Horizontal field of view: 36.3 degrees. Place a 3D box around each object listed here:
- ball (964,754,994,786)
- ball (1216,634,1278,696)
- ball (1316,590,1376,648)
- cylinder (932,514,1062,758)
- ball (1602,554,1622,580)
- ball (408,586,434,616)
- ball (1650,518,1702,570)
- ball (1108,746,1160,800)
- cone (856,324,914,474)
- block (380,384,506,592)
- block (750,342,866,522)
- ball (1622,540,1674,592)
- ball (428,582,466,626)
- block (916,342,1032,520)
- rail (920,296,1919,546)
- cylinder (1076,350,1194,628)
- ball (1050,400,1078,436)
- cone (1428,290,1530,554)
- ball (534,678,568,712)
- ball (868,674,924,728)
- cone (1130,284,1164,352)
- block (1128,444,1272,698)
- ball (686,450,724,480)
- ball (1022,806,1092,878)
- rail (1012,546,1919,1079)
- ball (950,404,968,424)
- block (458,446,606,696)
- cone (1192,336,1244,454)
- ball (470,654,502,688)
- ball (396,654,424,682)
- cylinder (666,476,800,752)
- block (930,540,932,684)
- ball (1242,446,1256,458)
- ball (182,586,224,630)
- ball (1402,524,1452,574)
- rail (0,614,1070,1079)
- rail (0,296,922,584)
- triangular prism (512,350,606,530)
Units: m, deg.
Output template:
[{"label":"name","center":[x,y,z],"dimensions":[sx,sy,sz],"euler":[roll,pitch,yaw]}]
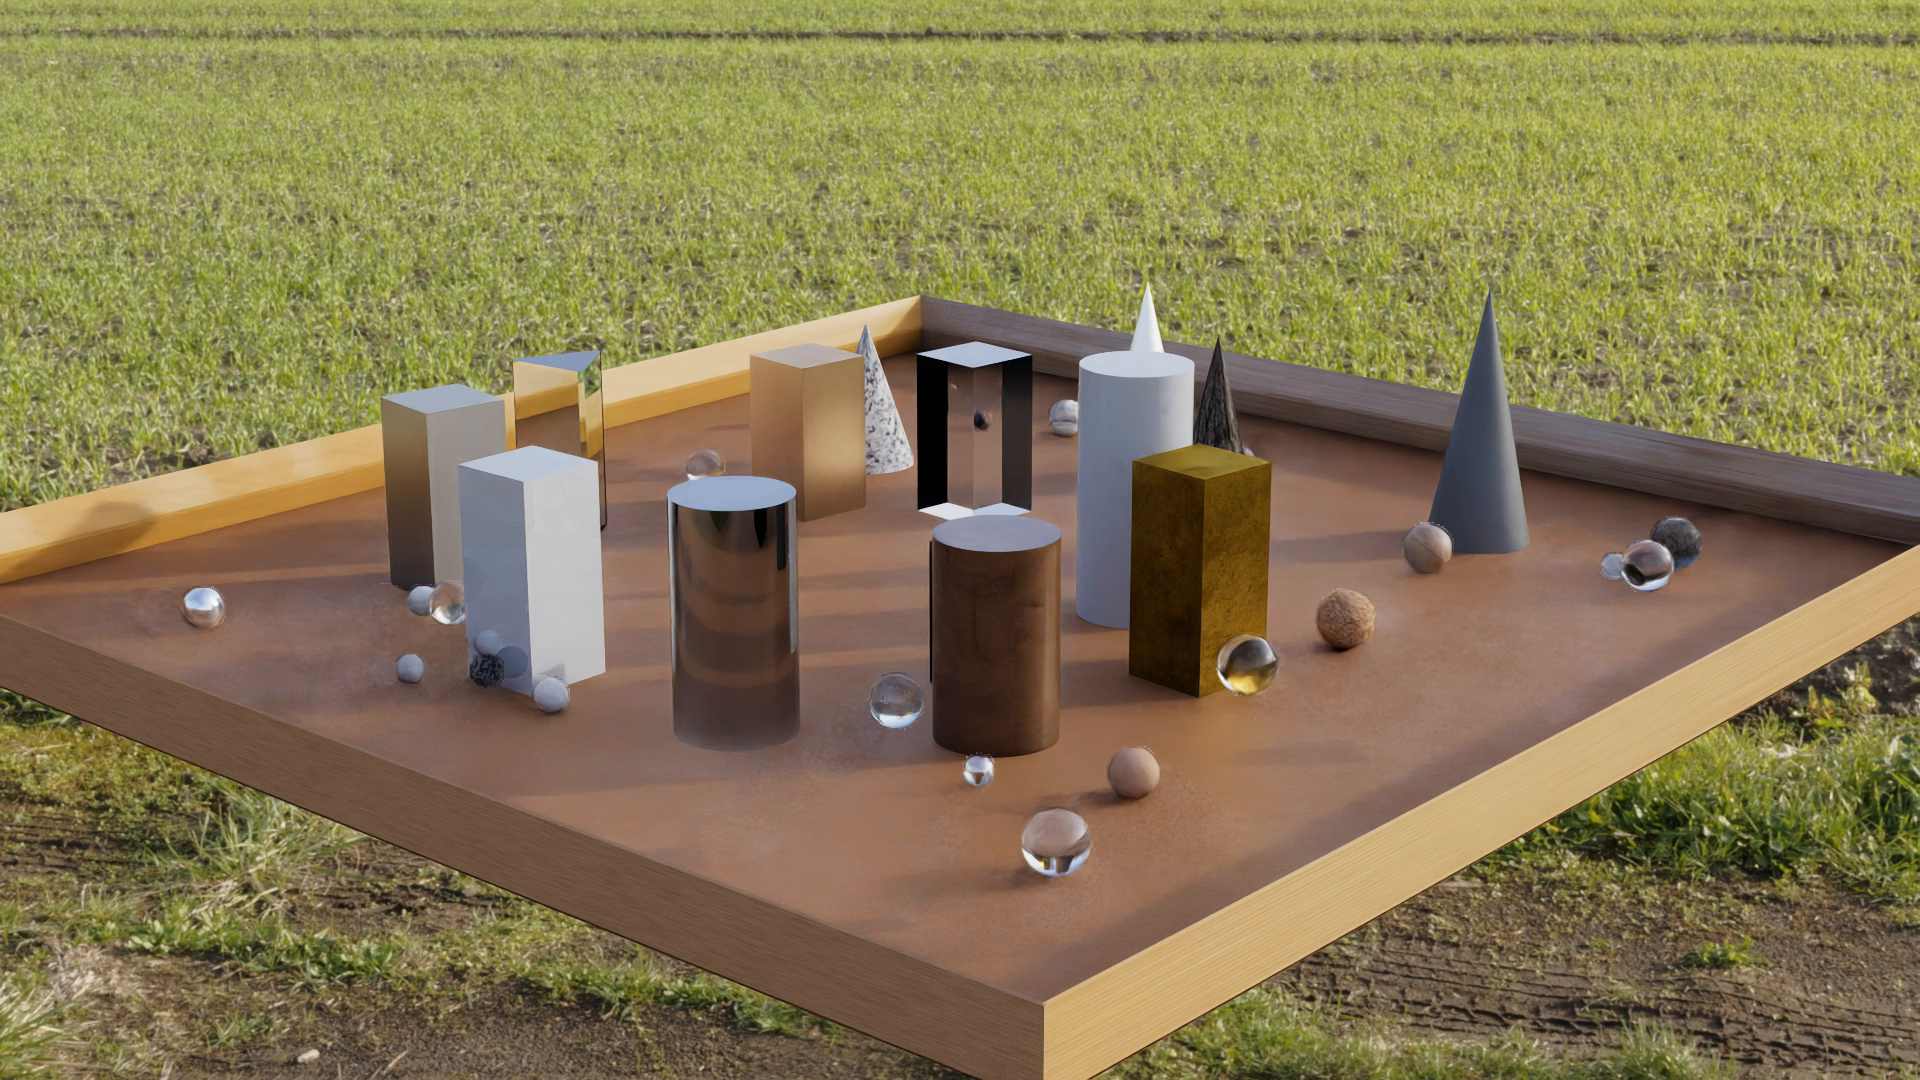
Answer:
[{"label":"ball","center":[0.028,0.335,4.257],"dimensions":[0.046,0.046,0.046],"euler":[0,17,0]},{"label":"ball","center":[0.451,0.196,4.606],"dimensions":[0.096,0.096,0.096],"euler":[0,17,0]},{"label":"ball","center":[0.638,0.131,4.845],"dimensions":[0.097,0.097,0.097],"euler":[0,17,0]},{"label":"cylinder","center":[0.055,0.143,4.418],"dimensions":[0.194,0.321,0.194],"euler":[0,17,0]},{"label":"ball","center":[1.164,0.047,5.211],"dimensions":[0.046,0.046,0.046],"euler":[0,17,0]},{"label":"ball","center":[-0.917,0.104,5.010],"dimensions":[0.053,0.053,0.053],"euler":[0,17,0]},{"label":"ball","center":[1.286,0.006,5.265],"dimensions":[0.093,0.093,0.093],"euler":[0,17,0]},{"label":"ball","center":[0.250,0.334,4.208],"dimensions":[0.075,0.075,0.075],"euler":[0,17,0]},{"label":"cone","center":[-0.189,-0.299,5.933],"dimensions":[0.194,0.292,0.194],"euler":[0,17,0]},{"label":"block","center":[-0.897,-0.083,5.131],"dimensions":[0.155,0.340,0.155],"euler":[-14,22,-38]},{"label":"block","center":[-0.291,-0.208,5.619],"dimensions":[0.155,0.299,0.155],"euler":[-15,23,-41]},{"label":"ball","center":[1.205,0.046,5.139],"dimensions":[0.090,0.090,0.090],"euler":[0,17,0]},{"label":"ball","center":[-0.861,0.107,4.962],"dimensions":[0.075,0.075,0.075],"euler":[0,17,0]},{"label":"block","center":[0.028,-0.204,5.588],"dimensions":[0.155,0.308,0.155],"euler":[-15,23,-41]},{"label":"rail","center":[0.885,-0.263,6.096],"dimensions":[2.634,0.126,0.045],"euler":[14,22,39]},{"label":"cylinder","center":[0.296,-0.086,4.977],"dimensions":[0.194,0.436,0.194],"euler":[0,17,0]},{"label":"ball","center":[0.225,-0.258,6.169],"dimensions":[0.076,0.076,0.076],"euler":[0,17,0]},{"label":"cone","center":[0.961,-0.231,5.382],"dimensions":[0.194,0.479,0.194],"euler":[0,17,0]},{"label":"ball","center":[-0.636,0.241,4.556],"dimensions":[0.052,0.052,0.052],"euler":[0,17,0]},{"label":"ball","center":[-0.098,0.247,4.485],"dimensions":[0.084,0.084,0.084],"euler":[0,17,0]},{"label":"cone","center":[0.367,-0.314,5.788],"dimensions":[0.194,0.402,0.194],"euler":[0,17,0]},{"label":"block","center":[0.382,0.047,4.673],"dimensions":[0.155,0.357,0.155],"euler":[-15,22,-40]},{"label":"ball","center":[-0.504,-0.142,5.787],"dimensions":[0.075,0.075,0.075],"euler":[0,17,0]},{"label":"ball","center":[0.129,0.405,3.939],"dimensions":[0.094,0.094,0.094],"euler":[0,17,0]},{"label":"rail","center":[0.977,0.276,4.309],"dimensions":[0.045,0.126,2.746],"euler":[14,22,39]},{"label":"ball","center":[-0.002,-0.269,6.267],"dimensions":[0.041,0.041,0.041],"euler":[0,17,0]},{"label":"block","center":[-0.682,0.047,4.679],"dimensions":[0.155,0.352,0.155],"euler":[14,22,39]},{"label":"cone","center":[0.461,-0.170,5.290],"dimensions":[0.194,0.415,0.194],"euler":[0,17,0]},{"label":"ball","center":[-0.751,0.207,4.647],"dimensions":[0.053,0.053,0.053],"euler":[0,17,0]},{"label":"ball","center":[-0.879,0.205,4.686],"dimensions":[0.046,0.046,0.046],"euler":[0,17,0]},{"label":"cylinder","center":[-0.341,0.109,4.434],"dimensions":[0.194,0.375,0.194],"euler":[0,17,0]},{"label":"block","center":[0.055,0.105,4.684],"dimensions":[0.155,0.239,0.155],"euler":[8,19,25]},{"label":"ball","center":[0.546,-0.146,5.787],"dimensions":[0.083,0.083,0.083],"euler":[0,17,0]},{"label":"ball","center":[-1.277,0.115,4.943],"dimensions":[0.071,0.071,0.071],"euler":[0,17,0]},{"label":"ball","center":[0.836,0.016,5.242],"dimensions":[0.087,0.087,0.087],"euler":[0,17,0]},{"label":"rail","center":[-0.885,0.326,4.145],"dimensions":[2.634,0.126,0.045],"euler":[14,22,39]},{"label":"rail","center":[-0.977,-0.213,5.932],"dimensions":[0.045,0.126,2.746],"euler":[14,22,39]},{"label":"triangular prism","center":[-0.712,-0.175,5.445],"dimensions":[0.168,0.335,0.145],"euler":[11,20,33]}]
